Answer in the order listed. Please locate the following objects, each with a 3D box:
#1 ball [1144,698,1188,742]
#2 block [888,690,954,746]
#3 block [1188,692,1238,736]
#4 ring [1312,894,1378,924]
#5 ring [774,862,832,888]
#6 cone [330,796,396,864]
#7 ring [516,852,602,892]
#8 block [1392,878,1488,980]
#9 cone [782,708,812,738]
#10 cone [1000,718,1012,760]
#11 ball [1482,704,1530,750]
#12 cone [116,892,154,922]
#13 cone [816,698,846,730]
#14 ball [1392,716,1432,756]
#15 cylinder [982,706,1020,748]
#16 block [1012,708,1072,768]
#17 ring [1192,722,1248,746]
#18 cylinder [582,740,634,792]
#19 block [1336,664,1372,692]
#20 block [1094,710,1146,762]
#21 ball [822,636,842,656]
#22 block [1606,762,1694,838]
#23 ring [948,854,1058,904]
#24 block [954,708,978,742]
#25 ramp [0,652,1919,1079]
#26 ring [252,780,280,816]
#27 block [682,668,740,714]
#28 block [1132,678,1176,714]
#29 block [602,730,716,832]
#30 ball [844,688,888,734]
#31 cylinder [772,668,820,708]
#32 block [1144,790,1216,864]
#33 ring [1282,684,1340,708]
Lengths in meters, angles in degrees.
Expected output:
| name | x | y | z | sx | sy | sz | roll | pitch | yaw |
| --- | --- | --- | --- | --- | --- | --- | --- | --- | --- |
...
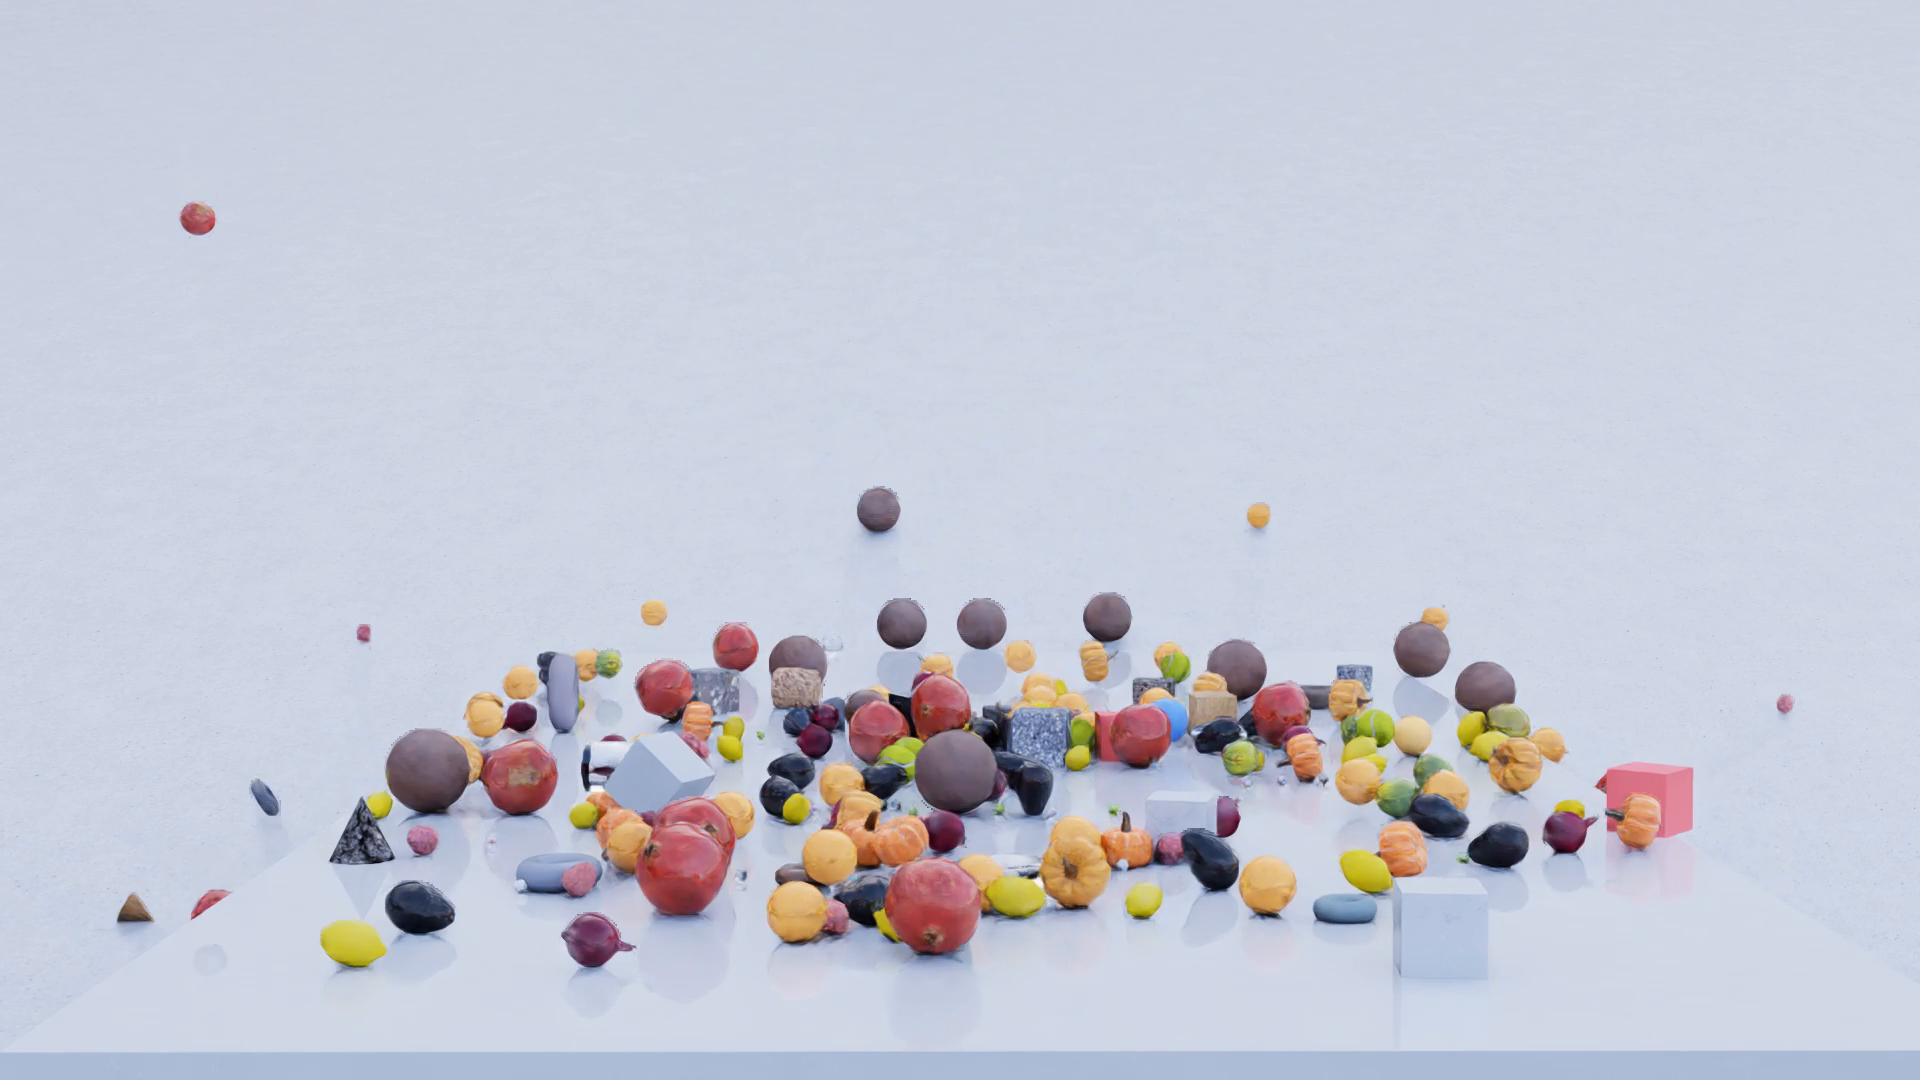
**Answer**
| name | x | y | z | sx | sy | sz | roll | pitch | yaw |
| --- | --- | --- | --- | --- | --- | --- | --- | --- | --- |
| ball | 0.385 | 0.337 | 4.800 | 0.083 | 0.083 | 0.083 | 0 | 21 | 0 |
| block | -0.074 | 0.334 | 4.808 | 0.090 | 0.090 | 0.090 | -2 | 4 | -29 |
| block | 0.481 | 0.334 | 4.897 | 0.079 | 0.079 | 0.079 | 0 | 3 | -6 |
| ring | 0.476 | 0.455 | 3.177 | 0.080 | 0.027 | 0.080 | -1 | 3 | 0 |
| ring | -0.208 | 0.444 | 3.403 | 0.075 | 0.025 | 0.075 | -1 | 3 | 0 |
| cone | -0.836 | 0.401 | 3.593 | 0.090 | 0.090 | 0.090 | 0 | 3 | 0 |
| ring | -0.529 | 0.438 | 3.390 | 0.114 | 0.038 | 0.114 | -1 | 4 | 0 |
| block | 0.540 | 0.436 | 2.894 | 0.095 | 0.095 | 0.095 | 0 | 3 | 4 |
| cone | -0.296 | 0.361 | 4.887 | 0.062 | 0.062 | 0.062 | -12 | 35 | -28 |
| cone | 0.095 | 0.372 | 4.597 | 0.081 | 0.081 | 0.081 | 7 | 32 | 18 |
| ball | 0.998 | 0.341 | 4.689 | 0.086 | 0.086 | 0.086 | 0 | 21 | 0 |
| cone | -1.734 | 0.792 | 5.432 | 0.068 | 0.068 | 0.068 | 27 | 21 | -4 |
| cone | -0.238 | 0.353 | 5.002 | 0.067 | 0.067 | 0.067 | -9 | 33 | -23 |
| ball | 0.816 | 0.353 | 4.632 | 0.070 | 0.070 | 0.070 | 0 | 21 | 0 |
| cylinder | 0.077 | 0.346 | 4.775 | 0.070 | 0.070 | 0.070 | 0 | 3 | 0 |
| block | 0.144 | 0.347 | 4.522 | 0.094 | 0.094 | 0.094 | 0 | 3 | 8 |
| ring | 0.484 | 0.362 | 4.792 | 0.105 | 0.035 | 0.105 | 1 | 3 | 0 |
| cylinder | -0.565 | 0.370 | 4.192 | 0.085 | 0.085 | 0.085 | 1 | 21 | 6 |
| block | 0.869 | 0.304 | 5.663 | 0.054 | 0.054 | 0.054 | -3 | 4 | -39 |
| block | 0.287 | 0.350 | 4.600 | 0.080 | 0.080 | 0.080 | 0 | 3 | -5 |
| ball | -0.321 | 0.264 | 6.436 | 0.050 | 0.050 | 0.050 | 0 | 21 | 0 |
| block | 1.026 | 0.385 | 3.822 | 0.094 | 0.094 | 0.094 | 3 | 4 | 40 |
| ring | 0.054 | 0.437 | 3.318 | 0.143 | 0.048 | 0.143 | -1 | 4 | 0 |
| block | -0.006 | 0.350 | 4.848 | 0.054 | 0.054 | 0.054 | -3 | 4 | -45 |
| ramp | 0.049 | 0.444 | 4.532 | 2.000 | 0.100 | 4.000 | 0 | 3 | 0 |
| ring | -1.580 | 0.588 | 5.849 | 0.030 | 0.091 | 0.091 | -32 | 28 | -7 |
| block | -0.513 | 0.310 | 5.287 | 0.084 | 0.084 | 0.084 | 2 | 4 | 31 |
| block | 0.389 | 0.320 | 5.156 | 0.079 | 0.079 | 0.079 | 1 | 3 | 11 |
| block | -0.450 | 0.361 | 3.856 | 0.100 | 0.100 | 0.100 | 42 | 19 | 18 |
| ball | -0.180 | 0.329 | 4.941 | 0.086 | 0.086 | 0.086 | 0 | 21 | 0 |
| cylinder | -0.341 | 0.307 | 5.338 | 0.082 | 0.082 | 0.082 | 1 | 21 | 13 |
| block | 0.309 | 0.402 | 3.600 | 0.086 | 0.086 | 0.086 | 1 | 3 | 15 |
| ring | 0.734 | 0.327 | 5.374 | 0.121 | 0.040 | 0.121 | -1 | 2 | 0 |
